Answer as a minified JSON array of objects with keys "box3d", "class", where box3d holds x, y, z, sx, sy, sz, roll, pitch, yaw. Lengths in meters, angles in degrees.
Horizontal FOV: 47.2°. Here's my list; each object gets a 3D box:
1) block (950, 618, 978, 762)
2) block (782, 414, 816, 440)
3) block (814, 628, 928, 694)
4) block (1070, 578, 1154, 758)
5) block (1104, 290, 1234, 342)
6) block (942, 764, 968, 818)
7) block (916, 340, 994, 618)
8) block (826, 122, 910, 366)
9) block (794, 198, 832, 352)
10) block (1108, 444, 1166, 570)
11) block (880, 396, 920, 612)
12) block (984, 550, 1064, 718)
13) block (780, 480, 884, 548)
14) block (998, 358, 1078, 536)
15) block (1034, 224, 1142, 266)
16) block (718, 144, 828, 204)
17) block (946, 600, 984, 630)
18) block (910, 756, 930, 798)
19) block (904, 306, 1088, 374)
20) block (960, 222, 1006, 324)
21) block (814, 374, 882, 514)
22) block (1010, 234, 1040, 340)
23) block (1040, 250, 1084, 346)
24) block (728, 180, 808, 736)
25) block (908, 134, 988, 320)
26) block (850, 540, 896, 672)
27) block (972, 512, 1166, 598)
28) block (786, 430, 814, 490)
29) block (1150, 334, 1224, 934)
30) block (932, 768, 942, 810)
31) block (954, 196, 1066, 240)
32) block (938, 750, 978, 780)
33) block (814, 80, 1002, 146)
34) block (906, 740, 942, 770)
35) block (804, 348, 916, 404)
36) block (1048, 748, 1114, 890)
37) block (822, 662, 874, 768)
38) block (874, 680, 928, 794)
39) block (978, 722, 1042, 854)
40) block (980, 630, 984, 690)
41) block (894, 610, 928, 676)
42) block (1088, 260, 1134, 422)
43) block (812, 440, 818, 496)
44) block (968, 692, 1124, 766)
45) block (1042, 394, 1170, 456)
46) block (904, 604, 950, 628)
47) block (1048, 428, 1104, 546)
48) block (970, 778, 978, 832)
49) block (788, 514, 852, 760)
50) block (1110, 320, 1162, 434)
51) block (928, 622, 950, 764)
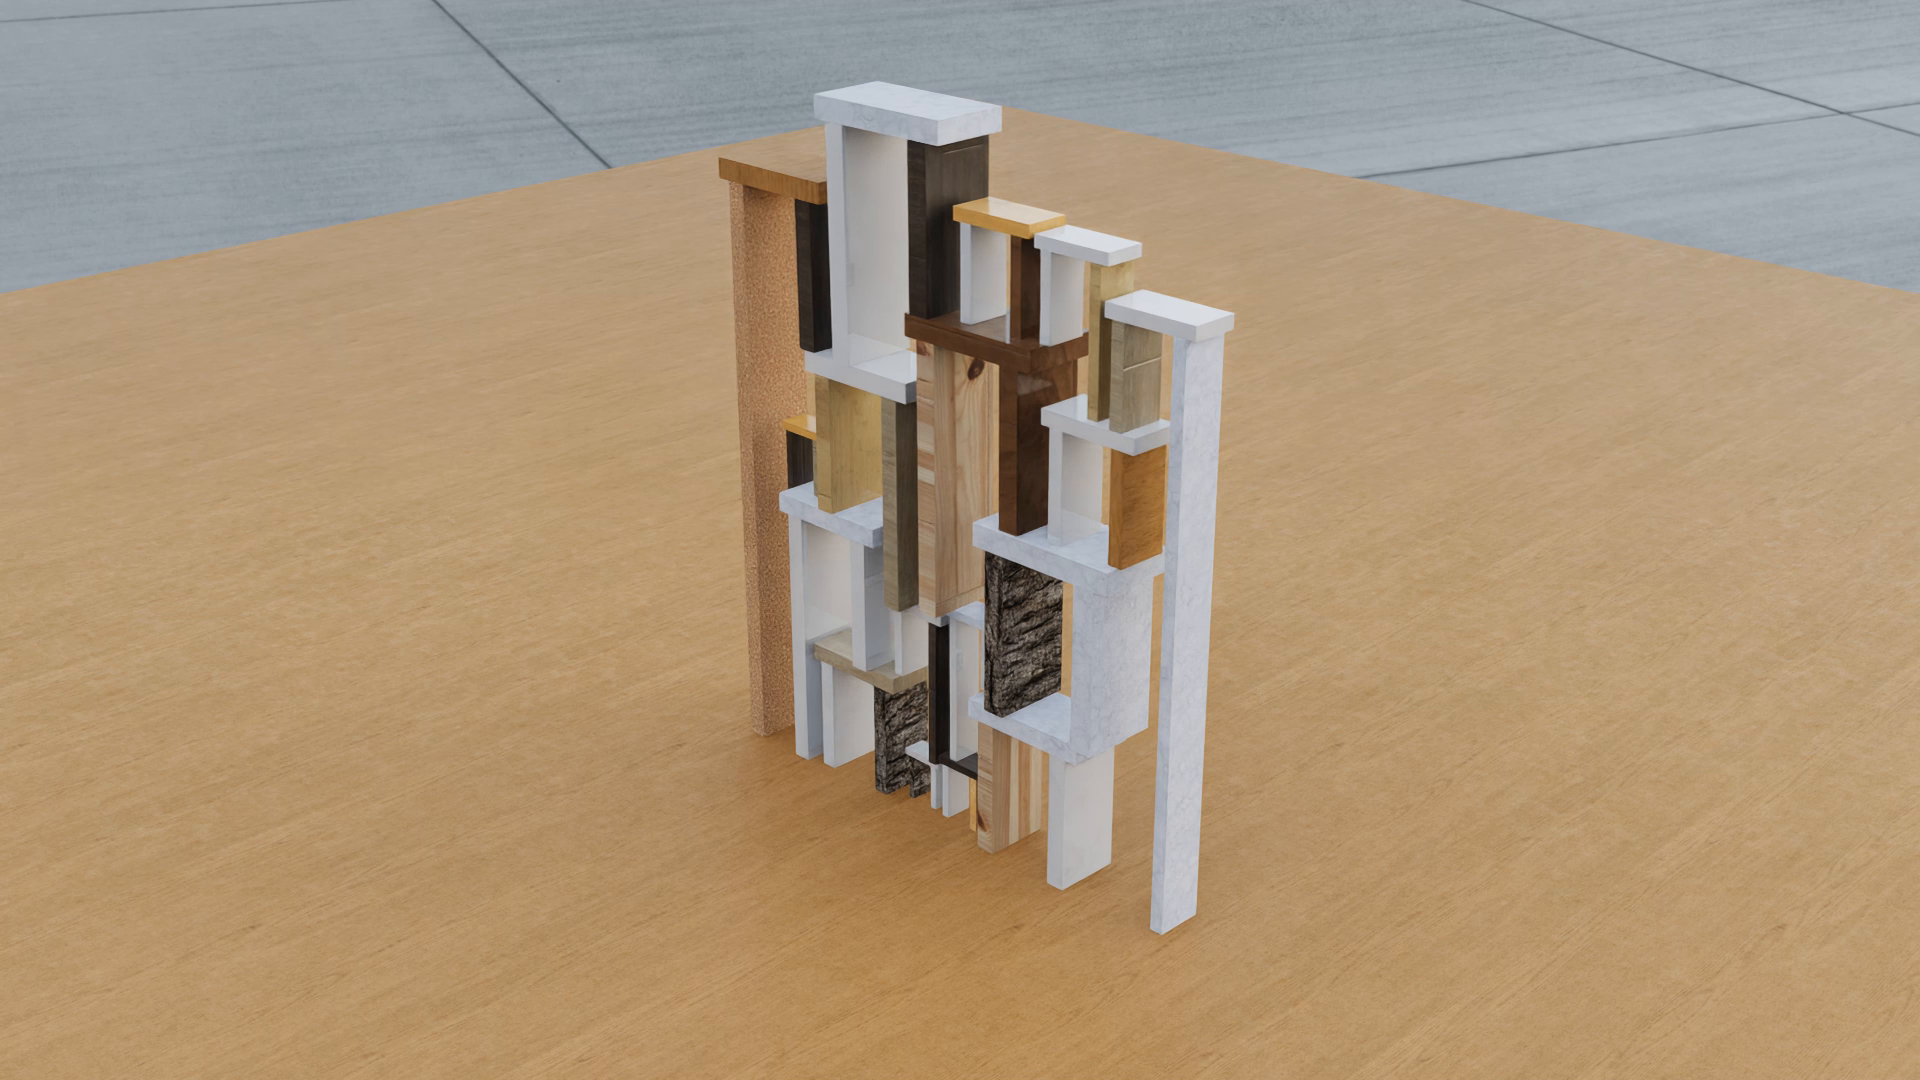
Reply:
[{"box3d":[0.009,0.286,4.344,0.018,0.313,0.063,21,31,41],"class":"block"},{"box3d":[-0.297,-0.226,4.448,0.060,0.017,0.121,-21,31,-41],"class":"block"},{"box3d":[-0.177,0.245,4.526,0.239,0.034,0.120,21,31,41],"class":"block"},{"box3d":[0.277,0.216,4.011,0.047,0.330,0.165,21,31,41],"class":"block"},{"box3d":[0.349,-0.376,3.678,0.198,0.028,0.099,21,31,40],"class":"block"},{"box3d":[-0.008,0.497,4.440,0.017,0.117,0.058,21,31,41],"class":"block"},{"box3d":[-0.008,-0.131,4.178,0.045,0.549,0.158,21,31,40],"class":"block"},{"box3d":[-0.173,-0.572,4.167,0.162,0.464,0.046,-22,31,-40],"class":"block"},{"box3d":[-0.246,-0.526,4.272,0.149,0.298,0.042,-22,31,-40],"class":"block"},{"box3d":[0.311,-0.067,3.855,0.110,0.220,0.031,-21,31,-40],"class":"block"},{"box3d":[-0.084,-0.085,4.274,0.143,0.436,0.040,-21,31,-40],"class":"block"},{"box3d":[0.121,0.155,4.155,0.047,0.330,0.165,21,31,41],"class":"block"},{"box3d":[-0.220,-0.059,4.436,0.279,0.040,0.139,21,31,41],"class":"block"},{"box3d":[0.142,-0.180,3.995,0.158,0.317,0.045,-21,31,-41],"class":"block"},{"box3d":[0.219,-0.506,3.774,0.171,0.024,0.085,21,31,40],"class":"block"},{"box3d":[-0.317,-0.711,4.271,0.149,0.042,0.298,-21,31,-40],"class":"block"},{"box3d":[0.038,0.146,4.252,0.127,0.018,0.063,21,31,40],"class":"block"},{"box3d":[-0.082,0.478,4.512,0.014,0.095,0.048,21,31,41],"class":"block"},{"box3d":[0.066,-0.375,3.993,0.317,0.045,0.158,21,31,40],"class":"block"},{"box3d":[0.042,-0.489,3.968,0.026,0.185,0.093,21,31,40],"class":"block"},{"box3d":[-0.218,-0.207,4.369,0.143,0.285,0.040,-21,31,-41],"class":"block"},{"box3d":[0.130,-0.456,3.887,0.026,0.185,0.093,21,31,40],"class":"block"},{"box3d":[0.179,-0.432,3.851,0.085,0.171,0.024,-21,31,-40],"class":"block"},{"box3d":[-0.385,-0.160,4.581,0.149,1.215,0.042,-21,31,-41],"class":"block"},{"box3d":[-0.020,-0.578,4.000,0.046,0.323,0.162,21,31,40],"class":"block"},{"box3d":[-0.154,0.113,4.437,0.040,0.279,0.139,21,31,41],"class":"block"},{"box3d":[0.199,0.012,4.010,0.330,0.047,0.165,21,31,41],"class":"block"},{"box3d":[-0.326,0.098,4.617,0.017,0.712,0.060,21,31,41],"class":"block"},{"box3d":[0.396,0.182,3.865,0.028,1.145,0.099,21,31,41],"class":"block"},{"box3d":[-0.037,0.495,4.471,0.048,0.095,0.014,-21,31,-40],"class":"block"},{"box3d":[0.086,-0.570,3.886,0.185,0.026,0.093,21,31,40],"class":"block"},{"box3d":[0.019,0.446,4.389,0.117,0.017,0.059,21,31,41],"class":"block"},{"box3d":[-0.097,-0.777,3.997,0.323,0.046,0.162,21,31,40],"class":"block"},{"box3d":[-0.060,0.437,4.470,0.048,0.014,0.095,-21,31,-40],"class":"block"},{"box3d":[-0.152,-0.331,4.243,0.143,0.040,0.285,-22,31,-40],"class":"block"},{"box3d":[0.230,0.514,4.191,0.040,0.280,0.140,21,31,41],"class":"block"},{"box3d":[-0.233,0.349,4.631,0.034,0.239,0.120,21,31,41],"class":"block"},{"box3d":[-0.121,0.393,4.528,0.034,0.239,0.120,21,31,41],"class":"block"},{"box3d":[0.098,0.463,4.312,0.040,0.280,0.140,21,31,41],"class":"block"},{"box3d":[0.069,0.224,4.252,0.018,0.127,0.063,21,31,41],"class":"block"},{"box3d":[-0.097,0.193,4.417,0.073,0.147,0.021,-21,31,-41],"class":"block"},{"box3d":[0.260,-0.349,3.797,0.086,0.282,0.024,-21,30,-40],"class":"block"},{"box3d":[-0.269,-0.152,4.449,0.017,0.121,0.060,21,31,41],"class":"block"},{"box3d":[0.164,0.341,4.189,0.280,0.040,0.140,21,31,41],"class":"block"},{"box3d":[0.259,-0.203,3.854,0.110,0.031,0.220,-21,31,-40],"class":"block"},{"box3d":[-0.063,0.130,4.352,0.073,0.021,0.147,-21,31,-40],"class":"block"},{"box3d":[0.208,-0.108,3.951,0.110,0.220,0.031,-21,31,-41],"class":"block"},{"box3d":[0.047,0.518,4.389,0.017,0.117,0.059,21,31,41],"class":"block"},{"box3d":[-0.286,0.188,4.612,0.040,0.552,0.139,21,31,41],"class":"block"},{"box3d":[0.302,-0.290,3.765,0.099,0.198,0.028,-21,31,-40],"class":"block"},{"box3d":[-0.029,0.296,4.385,0.073,0.311,0.021,-21,31,-40],"class":"block"}]
